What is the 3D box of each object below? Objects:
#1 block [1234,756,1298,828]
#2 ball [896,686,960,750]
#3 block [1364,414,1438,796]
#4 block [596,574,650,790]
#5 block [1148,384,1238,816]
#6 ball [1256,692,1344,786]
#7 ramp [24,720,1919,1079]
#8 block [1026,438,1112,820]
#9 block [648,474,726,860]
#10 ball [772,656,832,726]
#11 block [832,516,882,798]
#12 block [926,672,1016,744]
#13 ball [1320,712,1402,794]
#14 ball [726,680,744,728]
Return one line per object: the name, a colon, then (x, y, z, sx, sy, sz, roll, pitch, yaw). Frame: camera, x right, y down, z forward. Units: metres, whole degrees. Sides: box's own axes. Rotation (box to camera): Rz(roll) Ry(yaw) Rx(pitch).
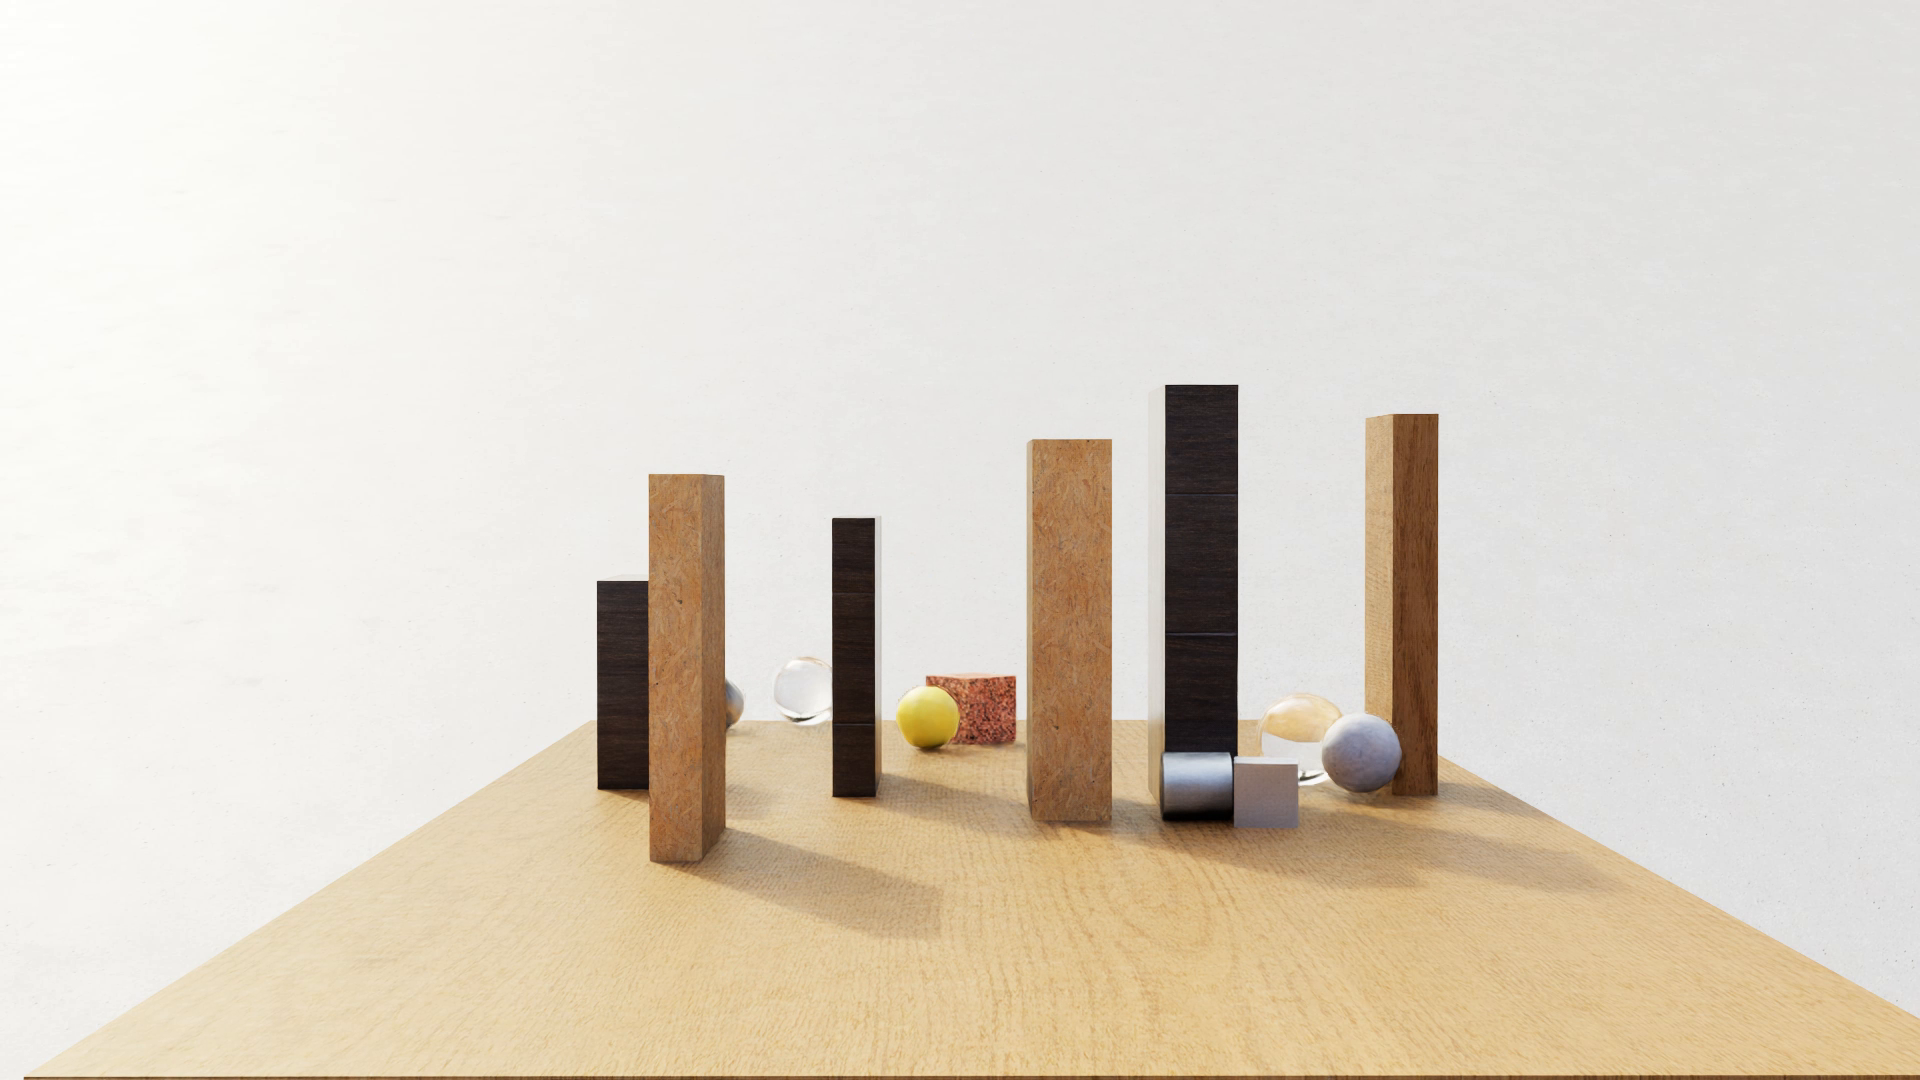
block: (0.537, 0.442, 4.530, 0.112, 0.112, 0.112, 0, 1, 6)
ball: (-0.073, 0.402, 5.843, 0.143, 0.143, 0.143, 0, 27, 0)
block: (0.873, 0.120, 5.114, 0.088, 0.732, 0.335, 0, 1, 0)
block: (-0.656, 0.280, 5.235, 0.110, 0.409, 0.366, 0, 1, 0)
block: (0.434, 0.104, 4.847, 0.132, 0.775, 0.410, 0, 1, 0)
ball: (0.681, 0.395, 5.115, 0.184, 0.184, 0.184, 0, 27, 0)
ramp: (0.061, 0.547, 4.583, 2.000, 0.100, 4.000, 0, 1, 0)
block: (0.199, 0.155, 4.767, 0.141, 0.676, 0.400, 0, 1, 0)
block: (-0.450, 0.197, 4.282, 0.083, 0.612, 0.417, 0, 1, 0)
ball: (-0.381, 0.376, 6.422, 0.172, 0.172, 0.172, 0, 27, 0)
block: (-0.203, 0.220, 5.136, 0.083, 0.533, 0.427, 0, 1, 0)
block: (0.026, 0.393, 6.059, 0.150, 0.150, 0.150, -1, 2, -42)
ball: (0.763, 0.405, 4.914, 0.152, 0.152, 0.152, 0, 27, 0)
ball: (-0.591, 0.400, 6.296, 0.128, 0.128, 0.128, 0, 27, 0)
